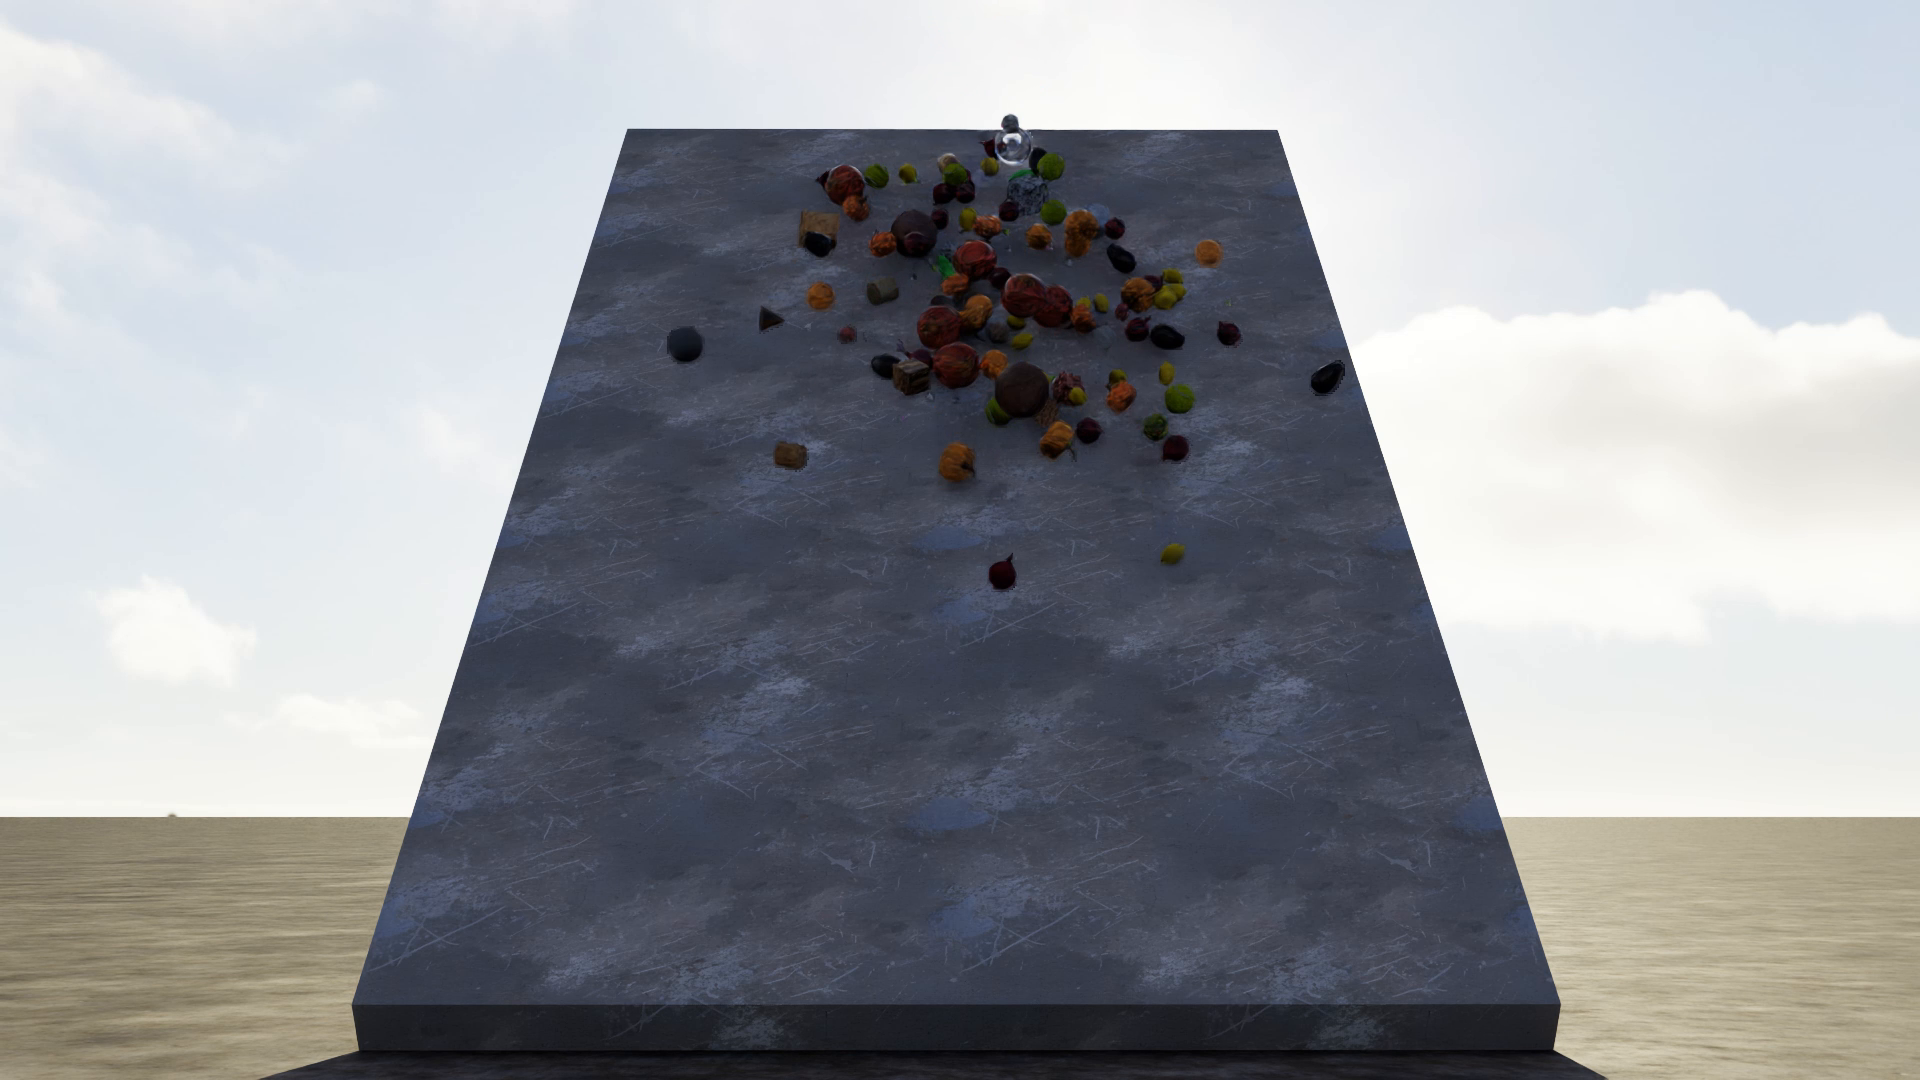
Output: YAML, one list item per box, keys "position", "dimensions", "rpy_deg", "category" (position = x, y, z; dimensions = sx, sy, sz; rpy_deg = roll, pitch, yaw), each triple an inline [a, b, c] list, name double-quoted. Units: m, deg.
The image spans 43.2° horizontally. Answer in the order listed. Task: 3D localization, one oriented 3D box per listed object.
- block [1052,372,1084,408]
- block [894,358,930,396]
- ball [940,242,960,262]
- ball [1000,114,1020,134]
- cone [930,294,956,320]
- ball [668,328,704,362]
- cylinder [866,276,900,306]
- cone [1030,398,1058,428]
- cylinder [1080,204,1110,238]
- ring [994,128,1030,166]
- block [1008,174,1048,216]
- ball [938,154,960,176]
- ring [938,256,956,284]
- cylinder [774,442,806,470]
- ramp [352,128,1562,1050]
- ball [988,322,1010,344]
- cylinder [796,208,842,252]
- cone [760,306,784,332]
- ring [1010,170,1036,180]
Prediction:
- position: [0.261, -0.363, 5.847]
  dimensions: [0.054, 0.054, 0.054]
  rpy_deg: [11, -50, -23]
  category: "block"
- position: [-0.118, -0.398, 5.922]
  dimensions: [0.062, 0.062, 0.062]
  rpy_deg: [-22, 37, -32]
  category: "block"
- position: [-0.028, -0.781, 6.578]
  dimensions: [0.055, 0.055, 0.055]
  rpy_deg: [0, -6, 0]
  category: "ball"
- position: [0.148, -1.220, 7.101]
  dimensions: [0.056, 0.056, 0.056]
  rpy_deg: [0, -6, 0]
  category: "ball"
- position: [-0.028, -0.618, 6.276]
  dimensions: [0.074, 0.074, 0.074]
  rpy_deg: [-4, 31, 34]
  category: "cone"
- position: [-0.684, -0.487, 6.044]
  dimensions: [0.087, 0.087, 0.087]
  rpy_deg: [0, -6, 0]
  category: "ball"
- position: [-0.203, -0.653, 6.350]
  dimensions: [0.063, 0.063, 0.063]
  rpy_deg: [-23, 6, -31]
  category: "cylinder"
- position: [0.186, -0.303, 5.792]
  dimensions: [0.072, 0.072, 0.072]
  rpy_deg: [3, -1, -27]
  category: "cone"
- position: [0.374, -0.882, 6.703]
  dimensions: [0.070, 0.070, 0.070]
  rpy_deg: [11, -26, 5]
  category: "cylinder"
- position: [0.156, -1.164, 7.154]
  dimensions: [0.119, 0.119, 0.040]
  rpy_deg: [-4, 9, 30]
  category: "ring"
- position: [0.193, -0.981, 6.892]
  dimensions: [0.083, 0.083, 0.083]
  rpy_deg: [-25, 39, -35]
  category: "block"
- position: [-0.034, -1.087, 7.021]
  dimensions: [0.063, 0.063, 0.063]
  rpy_deg: [0, -6, 0]
  category: "ball"
- position: [-0.036, -0.716, 6.429]
  dimensions: [0.027, 0.082, 0.082]
  rpy_deg: [-25, -5, -4]
  category: "ring"
- position: [-0.390, -0.195, 5.578]
  dimensions: [0.055, 0.055, 0.055]
  rpy_deg: [11, -2, 19]
  category: "cylinder"
- position: [-0.014, -0.205, 5.755]
  dimensions: [2.000, 0.100, 4.000]
  rpy_deg: [0, 31, 0]
  category: "ramp"
- position: [0.098, -0.525, 6.144]
  dimensions: [0.056, 0.056, 0.056]
  rpy_deg: [0, -6, 0]
  category: "ball"
- position: [-0.387, -0.849, 6.635]
  dimensions: [0.098, 0.098, 0.098]
  rpy_deg: [18, -11, -14]
  category: "cylinder"
- position: [-0.475, -0.563, 6.180]
  dimensions: [0.064, 0.064, 0.064]
  rpy_deg: [2, -7, -15]
  category: "cone"
- position: [0.178, -1.021, 6.953]
  dimensions: [0.094, 0.094, 0.031]
  rpy_deg: [5, 34, -37]
  category: "ring"
